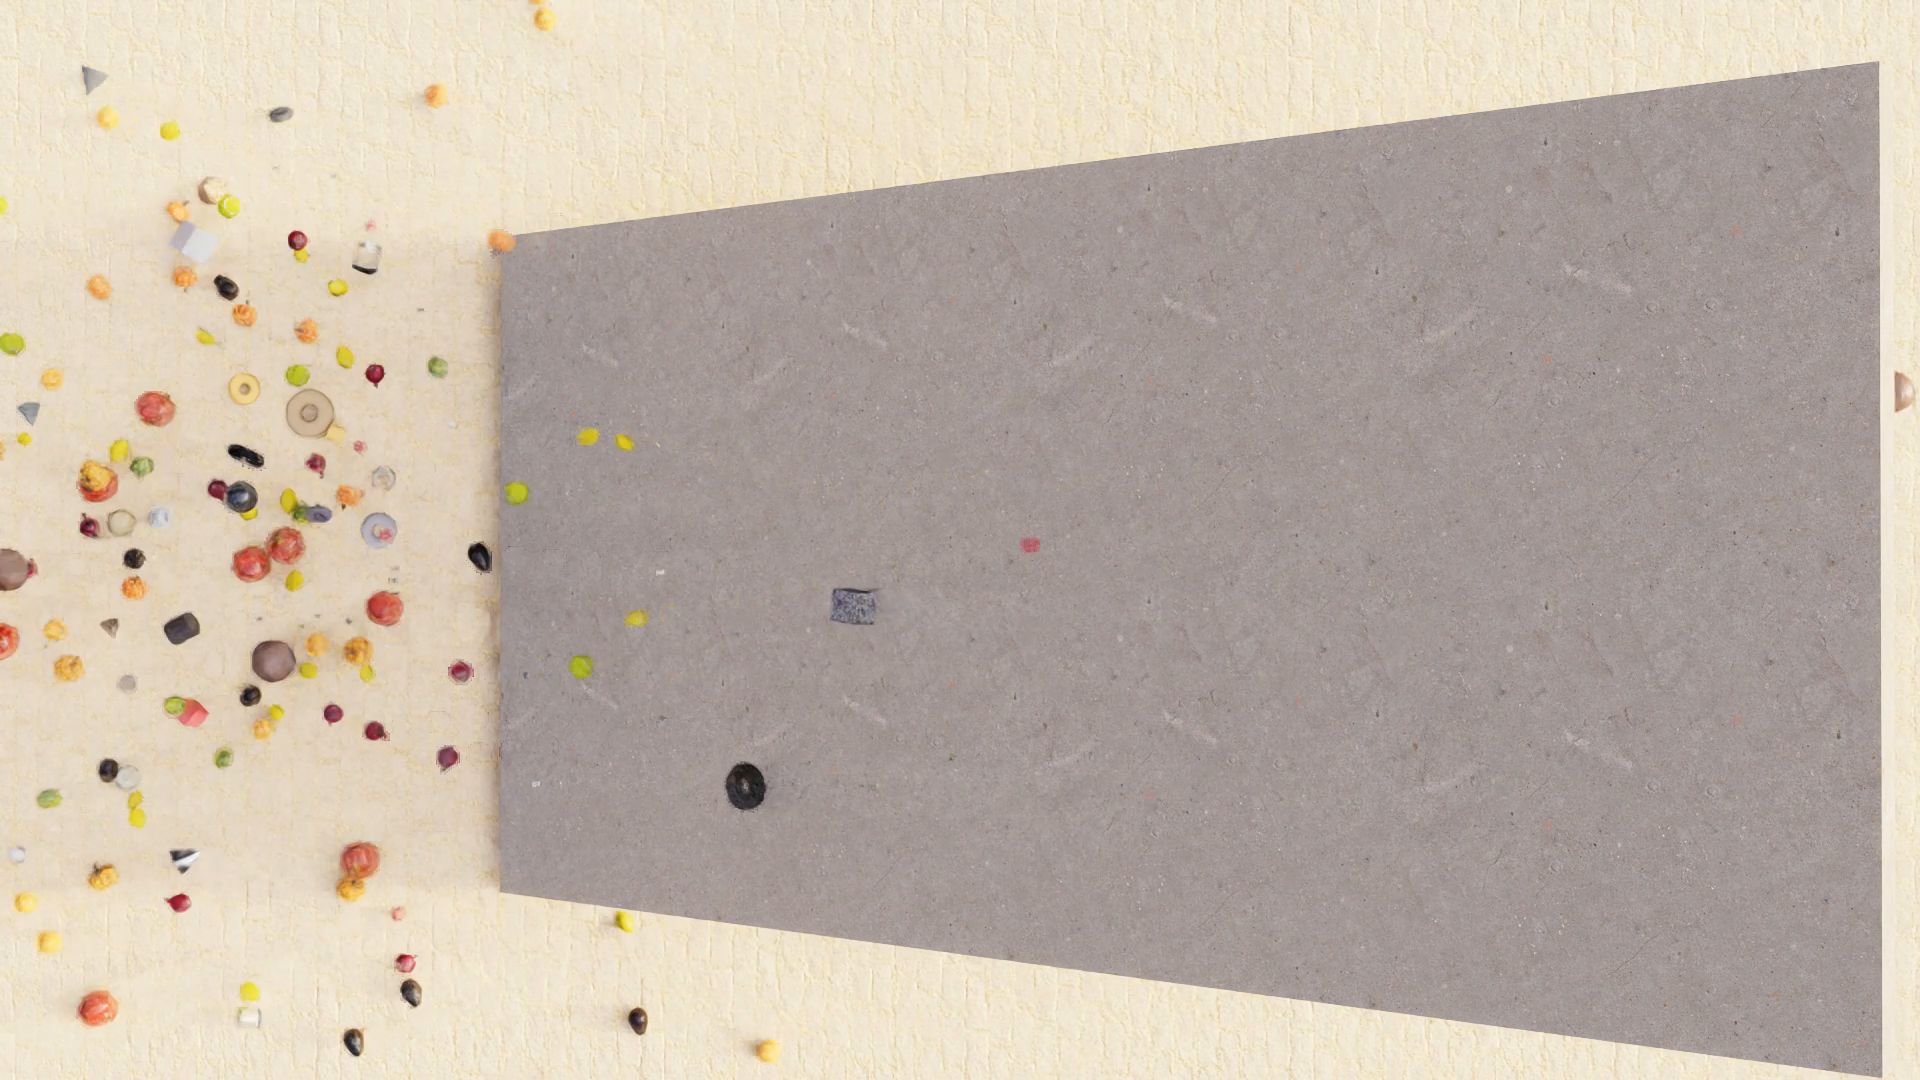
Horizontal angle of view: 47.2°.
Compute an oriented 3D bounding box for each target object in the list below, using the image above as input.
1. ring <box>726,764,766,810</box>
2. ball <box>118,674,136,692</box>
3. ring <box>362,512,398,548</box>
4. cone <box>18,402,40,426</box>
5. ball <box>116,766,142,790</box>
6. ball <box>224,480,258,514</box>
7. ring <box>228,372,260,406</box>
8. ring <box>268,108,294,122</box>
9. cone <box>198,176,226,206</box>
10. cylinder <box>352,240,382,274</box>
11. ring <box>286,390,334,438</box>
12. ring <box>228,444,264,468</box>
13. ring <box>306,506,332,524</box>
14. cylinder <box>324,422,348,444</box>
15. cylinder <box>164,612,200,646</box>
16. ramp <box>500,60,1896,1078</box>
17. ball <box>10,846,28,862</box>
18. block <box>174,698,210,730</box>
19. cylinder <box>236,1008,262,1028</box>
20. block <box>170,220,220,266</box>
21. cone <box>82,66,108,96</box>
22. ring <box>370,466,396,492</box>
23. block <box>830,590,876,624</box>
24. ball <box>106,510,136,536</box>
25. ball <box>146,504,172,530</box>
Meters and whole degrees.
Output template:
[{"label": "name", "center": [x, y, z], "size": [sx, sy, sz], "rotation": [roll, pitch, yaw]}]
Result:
[{"label": "ring", "center": [-0.592, 0.683, 6.074], "size": [0.131, 0.044, 0.131], "rotation": [1, 91, 36]}, {"label": "ball", "center": [-2.558, 0.440, 6.756], "size": [0.053, 0.053, 0.053], "rotation": [0, 90, 0]}, {"label": "ring", "center": [-1.788, -0.030, 6.768], "size": [0.112, 0.037, 0.112], "rotation": [0, 90, 1]}, {"label": "cone", "center": [-2.861, -0.380, 6.773], "size": [0.067, 0.067, 0.067], "rotation": [0, 116, 0]}, {"label": "ball", "center": [-2.550, 0.728, 6.743], "size": [0.076, 0.076, 0.076], "rotation": [0, 90, 0]}, {"label": "ball", "center": [-2.131, -0.127, 6.518], "size": [0.096, 0.096, 0.096], "rotation": [0, 90, 0]}, {"label": "ring", "center": [-2.205, -0.466, 6.773], "size": [0.101, 0.034, 0.101], "rotation": [0, 90, -1]}, {"label": "ring", "center": [-2.084, -1.306, 6.753], "size": [0.077, 0.077, 0.026], "rotation": [-7, 125, 0]}, {"label": "cone", "center": [-2.310, -1.078, 6.749], "size": [0.089, 0.089, 0.089], "rotation": [0, 91, 0]}, {"label": "cylinder", "center": [-1.812, -0.864, 6.723], "size": [0.076, 0.076, 0.076], "rotation": [19, 113, 0]}, {"label": "ring", "center": [-2.001, -0.390, 6.765], "size": [0.149, 0.050, 0.149], "rotation": [0, 88, 0]}, {"label": "ring", "center": [-2.185, -0.257, 6.728], "size": [0.116, 0.116, 0.039], "rotation": [29, 96, 0]}, {"label": "ring", "center": [-1.960, -0.078, 6.724], "size": [0.078, 0.078, 0.026], "rotation": [-5, 56, 0]}, {"label": "cylinder", "center": [-1.916, -0.327, 6.750], "size": [0.052, 0.052, 0.052], "rotation": [25, 90, -21]}, {"label": "cylinder", "center": [-2.385, 0.272, 6.742], "size": [0.077, 0.077, 0.077], "rotation": [-28, 90, 6]}, {"label": "ramp", "center": [0.234, 0.065, 5.554], "size": [4.000, 0.100, 2.000], "rotation": [0, 89, 37]}, {"label": "ball", "center": [-2.893, 0.964, 6.754], "size": [0.051, 0.051, 0.051], "rotation": [0, 90, 0]}, {"label": "block", "center": [-2.356, 0.532, 6.742], "size": [0.062, 0.062, 0.062], "rotation": [38, 90, 23]}, {"label": "cylinder", "center": [-2.173, 1.462, 6.722], "size": [0.060, 0.060, 0.060], "rotation": [7, 90, -31]}, {"label": "block", "center": [-2.339, -0.910, 6.720], "size": [0.090, 0.090, 0.090], "rotation": [30, 88, 41]}, {"label": "cone", "center": [-2.662, -1.399, 6.739], "size": [0.083, 0.083, 0.083], "rotation": [19, 89, 0]}, {"label": "ring", "center": [-1.775, -0.188, 6.775], "size": [0.078, 0.026, 0.078], "rotation": [0, 91, 0]}, {"label": "block", "center": [-0.282, 0.177, 5.822], "size": [0.082, 0.082, 0.082], "rotation": [8, 95, 36]}, {"label": "ball", "center": [-2.553, -0.052, 6.694], "size": [0.084, 0.084, 0.084], "rotation": [0, 90, 0]}, {"label": "ball", "center": [-2.455, -0.071, 6.749], "size": [0.075, 0.075, 0.075], "rotation": [0, 90, 0]}]
